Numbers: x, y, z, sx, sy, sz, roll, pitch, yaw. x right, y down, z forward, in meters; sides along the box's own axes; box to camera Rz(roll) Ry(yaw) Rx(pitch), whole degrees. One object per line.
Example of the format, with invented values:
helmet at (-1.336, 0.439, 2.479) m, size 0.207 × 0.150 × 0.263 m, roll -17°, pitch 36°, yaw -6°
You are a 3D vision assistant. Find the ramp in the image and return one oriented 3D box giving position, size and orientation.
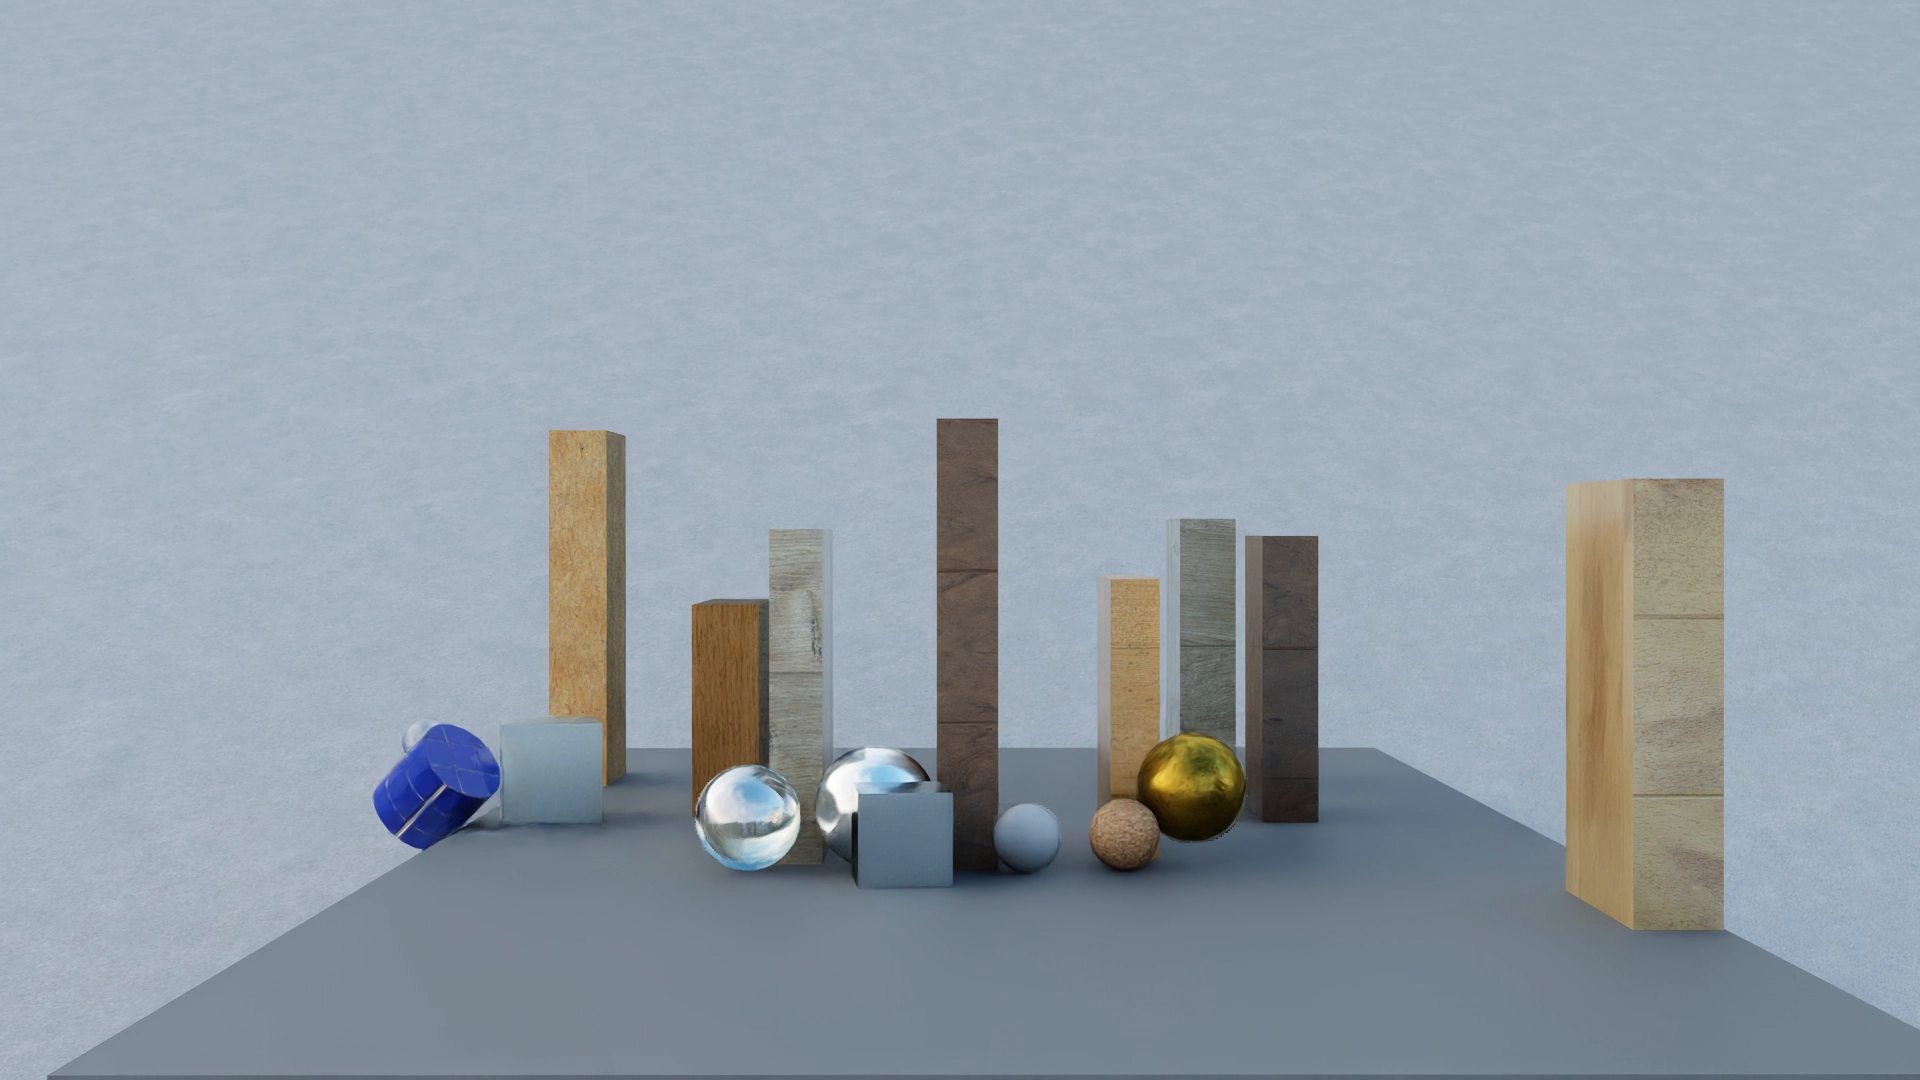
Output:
ramp at (0.066, 0.590, 4.642) m, size 2.000 × 0.100 × 4.000 m, roll 0°, pitch 0°, yaw 0°

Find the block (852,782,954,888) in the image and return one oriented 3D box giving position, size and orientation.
block at (-0.093, 0.466, 4.096) m, size 0.148 × 0.148 × 0.148 m, roll 0°, pitch 2°, yaw -6°

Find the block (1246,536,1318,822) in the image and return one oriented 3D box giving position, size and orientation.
block at (0.629, 0.265, 5.074) m, size 0.107 × 0.547 × 0.294 m, roll 0°, pitch 0°, yaw 0°

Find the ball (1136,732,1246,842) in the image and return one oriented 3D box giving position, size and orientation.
ball at (0.384, 0.411, 4.301) m, size 0.180 × 0.180 × 0.180 m, roll 0°, pitch 29°, yaw 0°

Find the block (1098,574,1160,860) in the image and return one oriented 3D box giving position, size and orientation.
block at (0.296, 0.303, 4.581) m, size 0.083 × 0.475 × 0.407 m, roll 0°, pitch 0°, yaw 0°

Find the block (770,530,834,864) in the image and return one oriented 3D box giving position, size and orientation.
block at (-0.274, 0.261, 4.499) m, size 0.089 × 0.559 × 0.371 m, roll 0°, pitch 0°, yaw 0°

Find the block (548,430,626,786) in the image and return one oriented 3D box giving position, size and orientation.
block at (-0.832, 0.149, 5.794) m, size 0.125 × 0.776 × 0.327 m, roll 0°, pitch 0°, yaw 0°

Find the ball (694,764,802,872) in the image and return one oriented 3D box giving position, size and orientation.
ball at (-0.347, 0.455, 4.232) m, size 0.173 × 0.173 × 0.173 m, roll 0°, pitch 29°, yaw 0°

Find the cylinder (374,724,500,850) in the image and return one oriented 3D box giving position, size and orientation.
cylinder at (-0.987, 0.467, 4.884) m, size 0.170 × 0.170 × 0.170 m, roll 35°, pitch 28°, yaw -22°

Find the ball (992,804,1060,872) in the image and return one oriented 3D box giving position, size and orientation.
ball at (0.109, 0.486, 4.213) m, size 0.111 × 0.111 × 0.111 m, roll 0°, pitch 29°, yaw 0°

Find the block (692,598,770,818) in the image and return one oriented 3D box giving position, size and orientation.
block at (-0.456, 0.332, 5.247) m, size 0.130 × 0.413 × 0.444 m, roll 0°, pitch 0°, yaw 0°

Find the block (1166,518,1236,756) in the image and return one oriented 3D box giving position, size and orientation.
block at (0.529, 0.245, 5.708) m, size 0.119 × 0.582 × 0.380 m, roll 0°, pitch 0°, yaw 0°

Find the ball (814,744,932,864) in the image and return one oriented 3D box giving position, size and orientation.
ball at (-0.139, 0.440, 4.267) m, size 0.203 × 0.203 × 0.203 m, roll 0°, pitch 29°, yaw 0°

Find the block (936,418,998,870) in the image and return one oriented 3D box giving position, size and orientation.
block at (0.012, 0.170, 4.396) m, size 0.101 × 0.741 × 0.305 m, roll 0°, pitch 0°, yaw 0°

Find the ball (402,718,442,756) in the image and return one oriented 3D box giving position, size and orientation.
ball at (-1.380, 0.526, 6.702) m, size 0.129 × 0.129 × 0.129 m, roll 0°, pitch 29°, yaw 0°

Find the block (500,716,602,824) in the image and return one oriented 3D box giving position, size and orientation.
block at (-0.795, 0.445, 5.017) m, size 0.189 × 0.189 × 0.189 m, roll 0°, pitch 0°, yaw -11°

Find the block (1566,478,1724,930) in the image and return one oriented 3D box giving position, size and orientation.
block at (0.999, 0.228, 3.796) m, size 0.126 × 0.628 × 0.400 m, roll 0°, pitch 0°, yaw 0°

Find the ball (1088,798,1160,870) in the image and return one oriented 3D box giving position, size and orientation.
ball at (0.269, 0.483, 4.240) m, size 0.117 × 0.117 × 0.117 m, roll 0°, pitch 29°, yaw 0°
